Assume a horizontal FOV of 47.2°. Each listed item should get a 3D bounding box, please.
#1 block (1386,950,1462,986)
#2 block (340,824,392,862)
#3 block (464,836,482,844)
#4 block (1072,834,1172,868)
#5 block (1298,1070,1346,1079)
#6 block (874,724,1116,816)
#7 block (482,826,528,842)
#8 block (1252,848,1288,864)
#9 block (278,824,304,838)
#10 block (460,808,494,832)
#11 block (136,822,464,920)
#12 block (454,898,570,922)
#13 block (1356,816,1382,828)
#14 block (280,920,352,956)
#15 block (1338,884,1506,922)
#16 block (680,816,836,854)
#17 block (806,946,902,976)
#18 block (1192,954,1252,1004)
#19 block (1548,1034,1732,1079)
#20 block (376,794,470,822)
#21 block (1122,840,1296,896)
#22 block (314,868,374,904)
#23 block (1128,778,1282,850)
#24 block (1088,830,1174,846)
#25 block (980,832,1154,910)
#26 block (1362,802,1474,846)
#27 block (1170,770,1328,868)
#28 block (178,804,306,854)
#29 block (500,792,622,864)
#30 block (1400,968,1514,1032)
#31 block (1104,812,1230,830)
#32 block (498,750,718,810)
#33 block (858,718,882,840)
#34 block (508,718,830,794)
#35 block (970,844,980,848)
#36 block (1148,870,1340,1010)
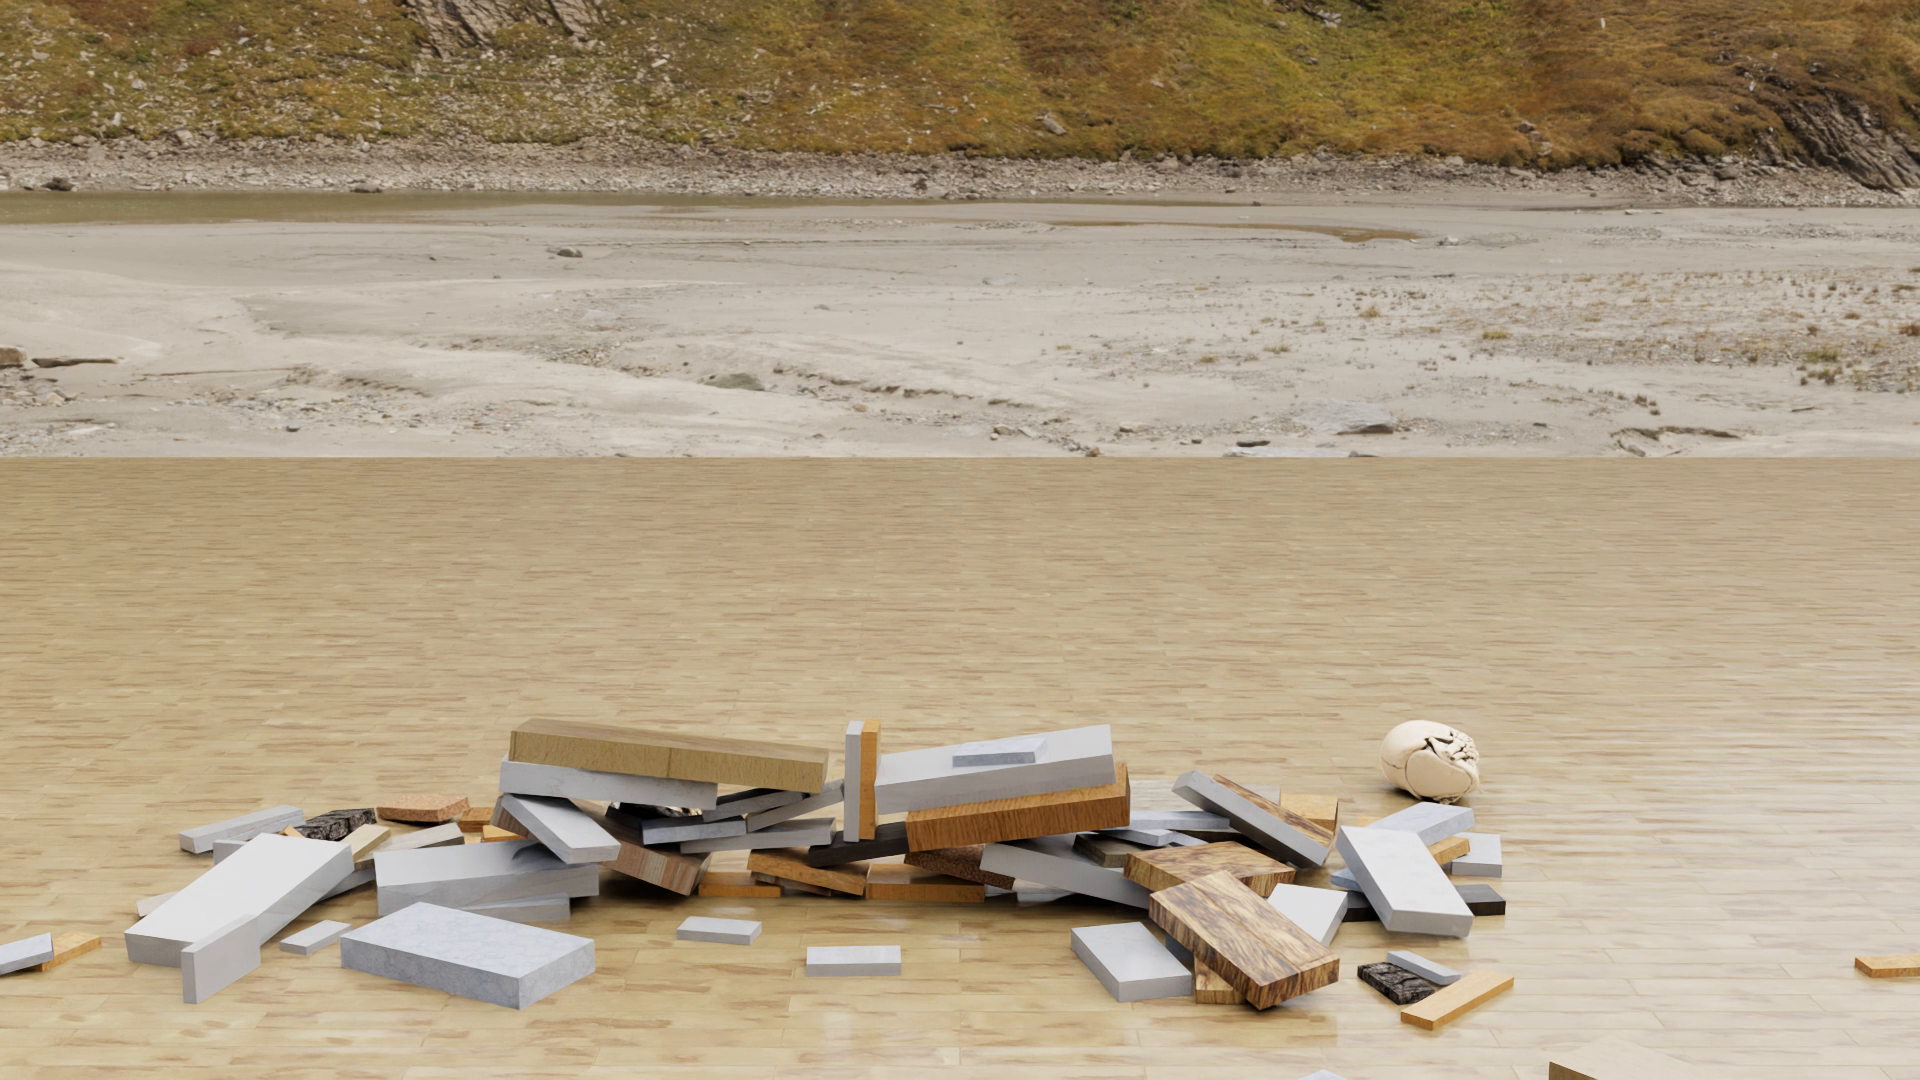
[{"bbox_3d":[0.695,0.641,3.299,0.050,0.014,0.101,7,8,-46],"label":"block"},{"bbox_3d":[-1.012,0.511,3.699,0.053,0.015,0.106,5,21,23],"label":"block"},{"bbox_3d":[-0.906,0.543,3.878,0.119,0.017,0.059,-1,11,-8],"label":"block"},{"bbox_3d":[0.277,0.510,3.612,0.166,0.023,0.083,6,14,-36],"label":"block"},{"bbox_3d":[0.464,0.726,2.900,0.101,0.014,0.050,-8,13,-37],"label":"block"},{"bbox_3d":[0.060,0.379,3.643,0.390,0.050,0.177,-8,11,4],"label":"block"},{"bbox_3d":[-0.774,0.528,3.950,0.159,0.020,0.071,-3,11,-14],"label":"block"},{"bbox_3d":[0.516,0.553,3.827,0.104,0.015,0.052,3,11,17],"label":"block"},{"bbox_3d":[-1.138,0.526,3.695,0.121,0.060,0.017,-34,21,36],"label":"block"},{"bbox_3d":[-0.830,0.512,4.030,0.159,0.023,0.080,-1,11,-4],"label":"block"},{"bbox_3d":[-1.088,0.551,3.647,0.525,0.017,0.059,-12,21,-23],"label":"block"},{"bbox_3d":[-0.758,0.594,3.573,0.246,0.027,0.095,-2,11,-9],"label":"block"},{"bbox_3d":[0.747,0.531,3.920,0.083,0.024,0.166,3,11,15],"label":"block"},{"bbox_3d":[-1.009,0.623,3.448,0.053,0.015,0.106,5,12,24],"label":"block"},{"bbox_3d":[0.739,0.593,3.590,0.285,0.024,0.083,-1,11,-7],"label":"block"},{"bbox_3d":[-0.335,0.492,3.668,0.250,0.026,0.091,-4,5,4],"label":"block"},{"bbox_3d":[-0.161,0.640,3.344,0.142,0.020,0.071,0,11,-3],"label":"block"},{"bbox_3d":[0.390,0.633,3.277,0.083,0.023,0.166,1,23,3],"label":"block"},{"bbox_3d":[0.920,0.721,2.859,0.135,0.038,0.271,-9,14,-39],"label":"block"},{"bbox_3d":[-0.990,0.494,4.057,0.159,0.023,0.080,-2,11,33],"label":"block"},{"bbox_3d":[0.406,0.540,3.570,0.276,0.038,0.135,2,14,-45],"label":"block"},{"bbox_3d":[-1.031,0.555,3.703,0.189,0.027,0.095,-20,21,-40],"label":"block"},{"bbox_3d":[0.419,0.492,3.942,0.299,0.040,0.142,1,31,13],"label":"block"},{"bbox_3d":[0.279,0.481,3.635,0.131,0.018,0.065,9,4,26],"label":"block"},{"bbox_3d":[0.211,0.530,3.624,0.355,0.050,0.177,14,11,-1],"label":"block"},{"bbox_3d":[0.780,0.507,3.832,0.223,0.032,0.112,-15,10,-37],"label":"block"},{"bbox_3d":[0.491,0.476,3.737,0.263,0.032,0.112,31,-14,-2],"label":"block"},{"bbox_3d":[-1.279,0.514,3.917,0.196,0.028,0.098,-13,7,-34],"label":"block"},{"bbox_3d":[-0.642,0.457,3.534,0.098,0.028,0.196,3,21,-47],"label":"block"},{"bbox_3d":[0.727,0.668,3.206,0.053,0.015,0.228,10,14,42],"label":"block"},{"bbox_3d":[0.324,0.467,3.667,0.293,0.017,0.060,5,4,-38],"label":"block"},{"bbox_3d":[-0.575,0.392,3.634,0.348,0.049,0.174,6,2,-6],"label":"block"},{"bbox_3d":[-0.149,0.396,3.653,0.026,0.182,0.091,2,9,2],"label":"block"},{"bbox_3d":[-0.473,0.354,3.624,0.504,0.049,0.174,6,2,0],"label":"block"},{"bbox_3d":[-0.025,0.529,3.944,0.065,0.018,0.131,-10,15,-42],"label":"block"},{"bbox_3d":[0.421,0.593,3.288,0.142,0.040,0.283,-13,26,-27],"label":"block"}]
